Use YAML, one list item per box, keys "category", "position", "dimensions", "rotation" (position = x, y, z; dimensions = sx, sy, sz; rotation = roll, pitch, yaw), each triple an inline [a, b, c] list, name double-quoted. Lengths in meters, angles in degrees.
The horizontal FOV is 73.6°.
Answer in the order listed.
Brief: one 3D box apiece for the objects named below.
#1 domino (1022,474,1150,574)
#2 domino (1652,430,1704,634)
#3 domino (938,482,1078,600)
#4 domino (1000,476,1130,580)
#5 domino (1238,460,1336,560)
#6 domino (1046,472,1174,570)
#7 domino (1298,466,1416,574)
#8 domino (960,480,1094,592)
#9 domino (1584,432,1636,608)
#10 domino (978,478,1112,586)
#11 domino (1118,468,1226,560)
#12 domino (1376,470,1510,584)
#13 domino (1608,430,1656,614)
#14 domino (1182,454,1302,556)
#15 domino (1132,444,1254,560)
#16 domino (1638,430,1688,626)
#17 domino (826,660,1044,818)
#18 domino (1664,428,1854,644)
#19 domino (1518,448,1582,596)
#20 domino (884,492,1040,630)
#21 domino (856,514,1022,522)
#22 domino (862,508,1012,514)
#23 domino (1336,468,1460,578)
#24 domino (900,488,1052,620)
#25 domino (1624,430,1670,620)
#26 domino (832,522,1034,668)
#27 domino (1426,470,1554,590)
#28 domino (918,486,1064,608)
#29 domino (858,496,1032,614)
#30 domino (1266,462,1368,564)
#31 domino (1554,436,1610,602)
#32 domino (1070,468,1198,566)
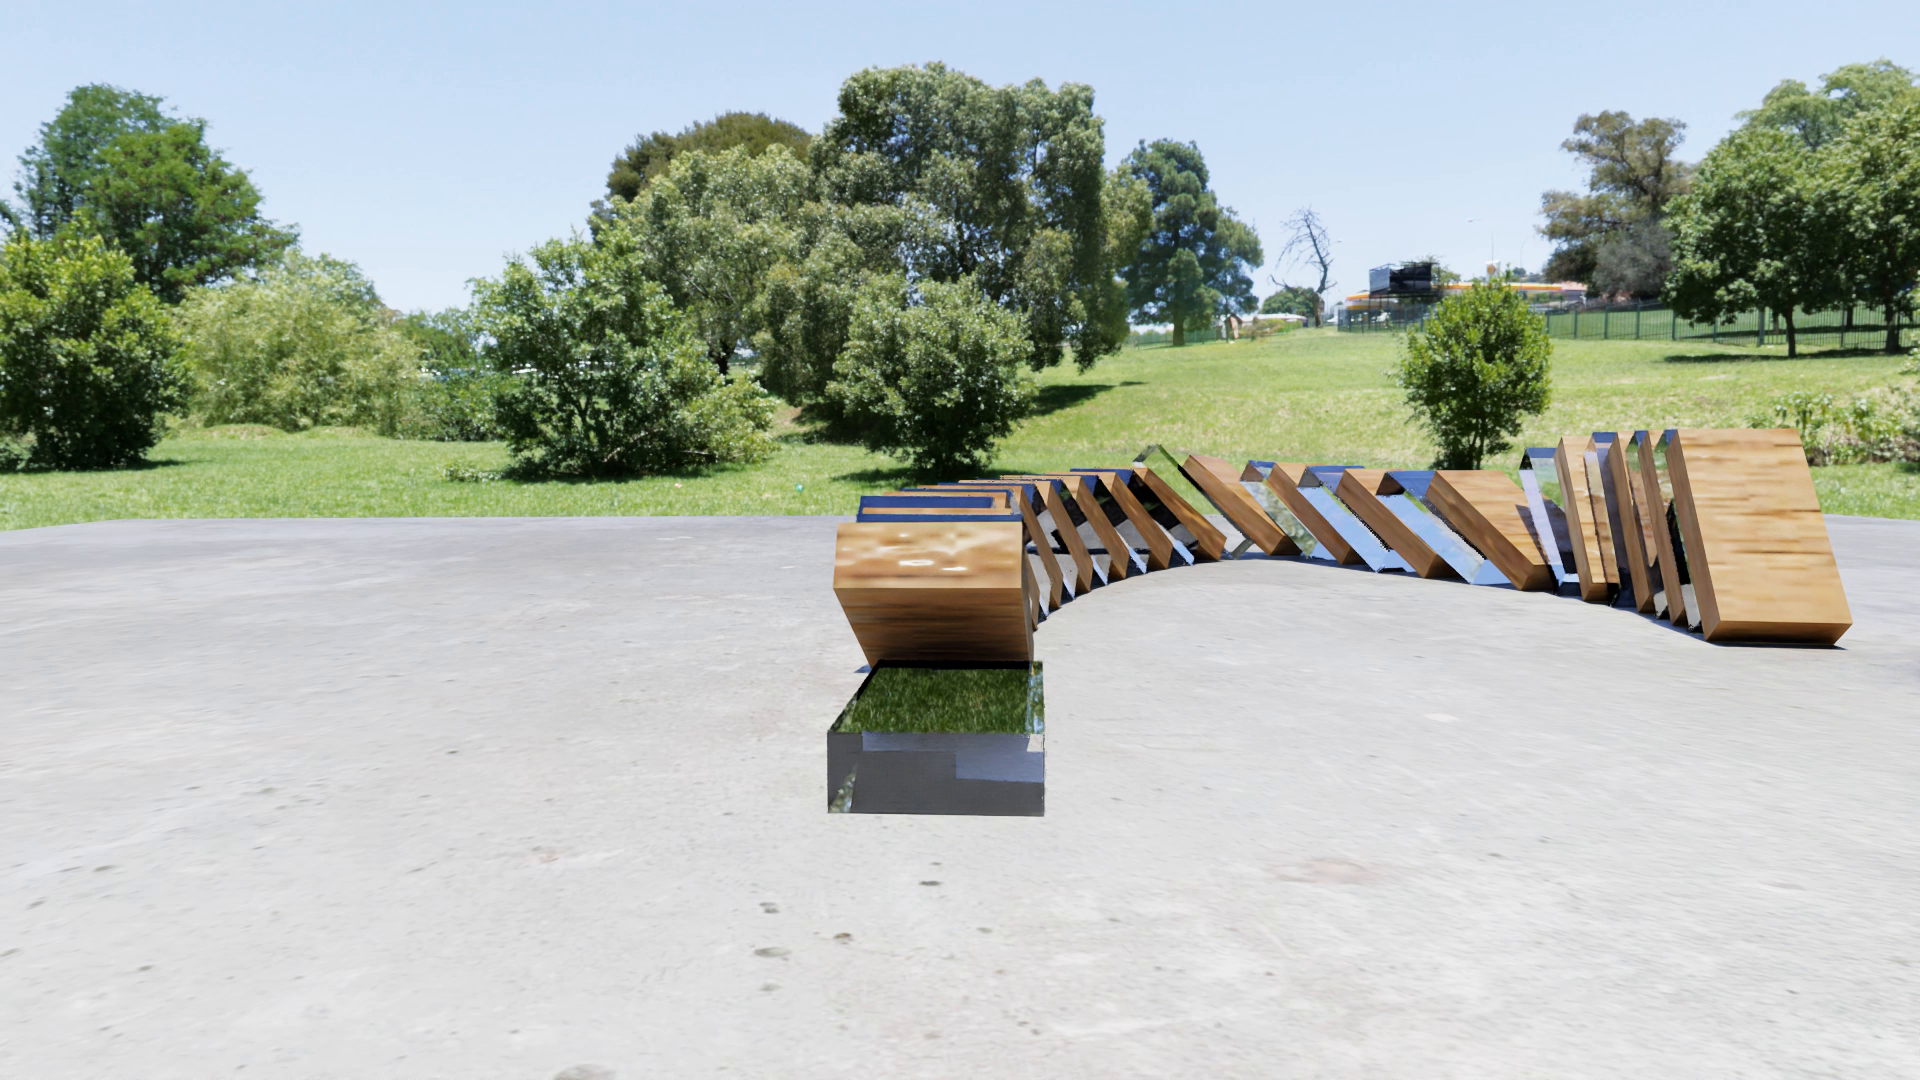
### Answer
- category: "domino"
  position: [0.040, -0.005, 0.407]
  dimensions: [0.025, 0.009, 0.050]
  rotation: [2, -25, 30]
- category: "domino"
  position: [0.178, -0.003, 0.295]
  dimensions: [0.025, 0.050, 0.009]
  rotation: [1, -32, 11]
- category: "domino"
  position: [0.013, 0.001, 0.333]
  dimensions: [0.025, 0.009, 0.050]
  rotation: [1, -25, 19]
- category: "domino"
  position: [0.032, -0.003, 0.389]
  dimensions: [0.025, 0.009, 0.050]
  rotation: [2, -25, 27]
- category: "domino"
  position: [0.129, -0.012, 0.480]
  dimensions: [0.025, 0.010, 0.050]
  rotation: [2, 35, -26]
- category: "domino"
  position: [0.049, -0.006, 0.425]
  dimensions: [0.025, 0.009, 0.050]
  rotation: [3, -25, 34]
- category: "domino"
  position: [0.141, -0.008, 0.443]
  dimensions: [0.025, 0.010, 0.050]
  rotation: [-2, 37, -23]
- category: "domino"
  position: [0.018, 0.000, 0.352]
  dimensions: [0.025, 0.010, 0.050]
  rotation: [2, -25, 21]
- category: "domino"
  position: [0.184, -0.006, 0.342]
  dimensions: [0.025, 0.050, 0.009]
  rotation: [1, -33, 11]
- category: "domino"
  position: [0.024, -0.002, 0.371]
  dimensions: [0.025, 0.010, 0.050]
  rotation: [2, -25, 25]
- category: "domino"
  position: [0.070, -0.009, 0.458]
  dimensions: [0.050, 0.009, 0.025]
  rotation: [36, -20, -36]
- category: "domino"
  position: [0.158, -0.005, 0.409]
  dimensions: [0.025, 0.009, 0.050]
  rotation: [-2, 35, -23]
- category: "domino"
  position: [0.185, -0.005, 0.329]
  dimensions: [0.025, 0.050, 0.009]
  rotation: [1, -32, 11]
- category: "domino"
  position: [0.109, -0.013, 0.490]
  dimensions: [0.025, 0.010, 0.050]
  rotation: [0, 38, -49]
- category: "domino"
  position: [0.087, -0.015, 0.480]
  dimensions: [0.009, 0.050, 0.025]
  rotation: [-45, 4, 2]
- category: "domino"
  position: [0.181, -0.003, 0.306]
  dimensions: [0.025, 0.050, 0.009]
  rotation: [1, -32, 11]
- category: "domino"
  position: [-0.001, 0.025, 0.172]
  dimensions: [0.025, 0.010, 0.050]
  rotation: [0, 4, 3]
- category: "domino"
  position: [0.175, -0.002, 0.283]
  dimensions: [0.025, 0.050, 0.010]
  rotation: [1, -32, 11]
- category: "domino"
  position: [0.181, -0.006, 0.371]
  dimensions: [0.025, 0.010, 0.050]
  rotation: [0, 48, 6]
- category: "domino"
  position: [0.001, 0.005, 0.275]
  dimensions: [0.025, 0.009, 0.050]
  rotation: [1, -25, 13]
- category: "domino"
  position: [-0.002, 0.011, 0.214]
  dimensions: [0.025, 0.009, 0.050]
  rotation: [0, -24, 4]
- category: "domino"
  position: [-0.002, 0.009, 0.235]
  dimensions: [0.025, 0.010, 0.050]
  rotation: [0, -24, 6]
- category: "domino"
  position: [0.150, -0.006, 0.426]
  dimensions: [0.025, 0.009, 0.050]
  rotation: [-2, 36, -23]
- category: "domino"
  position: [0.004, 0.004, 0.295]
  dimensions: [0.025, 0.009, 0.050]
  rotation: [1, -25, 15]
- category: "domino"
  position: [0.183, -0.004, 0.318]
  dimensions: [0.025, 0.050, 0.009]
  rotation: [1, -32, 11]
- category: "domino"
  position: [-0.002, 0.012, 0.194]
  dimensions: [0.025, 0.009, 0.050]
  rotation: [0, -24, 5]
- category: "domino"
  position: [0.168, -0.004, 0.392]
  dimensions: [0.025, 0.010, 0.050]
  rotation: [-1, 36, -19]
- category: "domino"
  position: [0.008, 0.003, 0.314]
  dimensions: [0.025, 0.009, 0.050]
  rotation: [1, -25, 17]
- category: "domino"
  position: [-0.002, 0.007, 0.256]
  dimensions: [0.025, 0.009, 0.050]
  rotation: [1, -25, 13]
- category: "domino"
  position: [0.135, -0.010, 0.462]
  dimensions: [0.025, 0.009, 0.050]
  rotation: [1, 36, -26]
- category: "domino"
  position: [0.183, -0.006, 0.355]
  dimensions: [0.025, 0.050, 0.010]
  rotation: [1, -35, 9]
- category: "domino"
  position: [0.059, -0.008, 0.442]
  dimensions: [0.025, 0.010, 0.050]
  rotation: [4, -26, 41]
